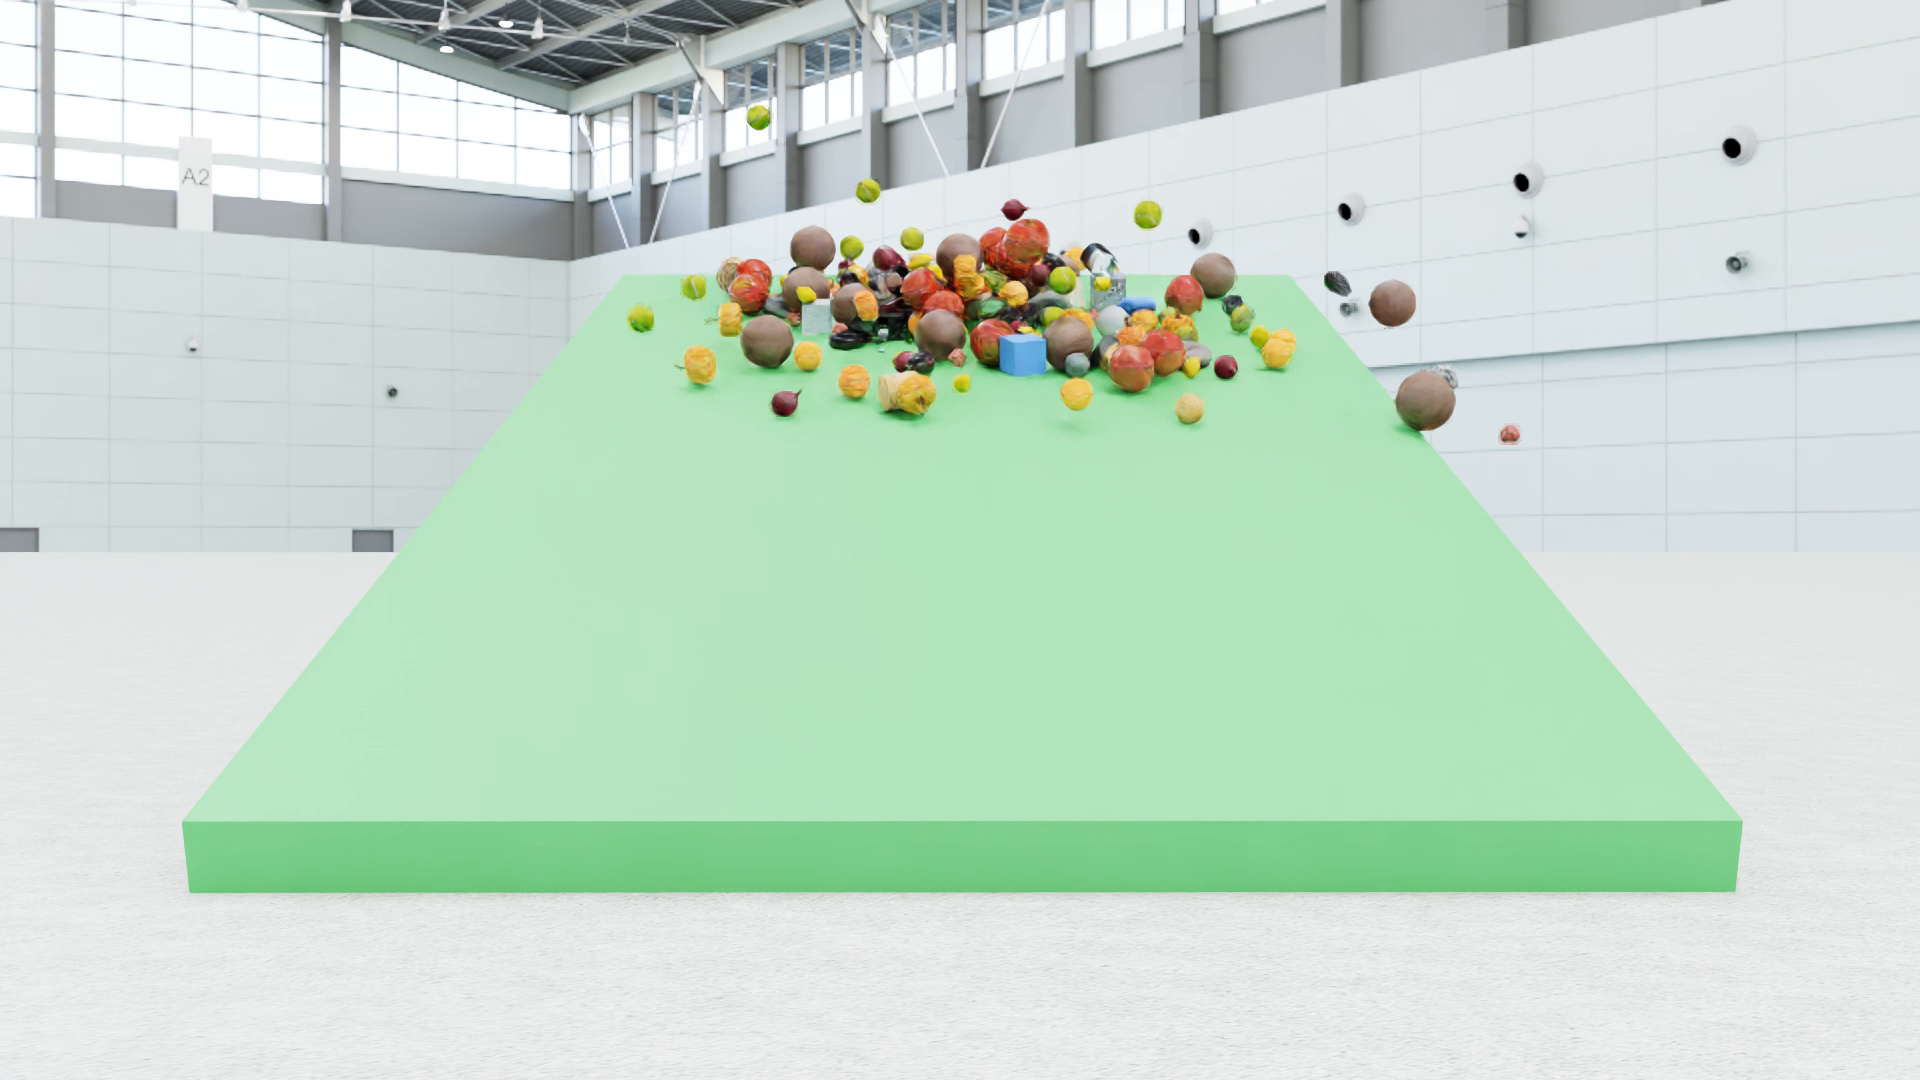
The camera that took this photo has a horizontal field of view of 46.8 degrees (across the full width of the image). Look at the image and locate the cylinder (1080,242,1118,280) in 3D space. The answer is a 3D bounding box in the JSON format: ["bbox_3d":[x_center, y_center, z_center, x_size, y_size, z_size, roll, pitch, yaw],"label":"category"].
[{"bbox_3d":[0.379,-0.760,6.049,0.076,0.076,0.076,0,30,-25],"label":"cylinder"}]

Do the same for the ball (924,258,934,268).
[{"bbox_3d":[-0.071,-0.770,6.302,0.067,0.067,0.067,0,0,0],"label":"ball"}]

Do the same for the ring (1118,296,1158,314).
[{"bbox_3d":[0.464,-0.613,5.802,0.102,0.034,0.102,-1,-6,0],"label":"ring"}]

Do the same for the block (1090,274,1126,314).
[{"bbox_3d":[0.408,-0.676,6.100,0.098,0.098,0.098,1,17,4],"label":"block"}]

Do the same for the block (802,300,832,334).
[{"bbox_3d":[-0.378,-0.588,5.842,0.077,0.077,0.077,-1,17,-5],"label":"block"}]

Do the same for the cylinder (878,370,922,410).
[{"bbox_3d":[-0.135,-0.336,4.988,0.079,0.079,0.079,-11,4,-20],"label":"cylinder"}]

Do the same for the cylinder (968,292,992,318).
[{"bbox_3d":[0.058,-0.623,5.881,0.052,0.052,0.052,0,24,32],"label":"cylinder"}]

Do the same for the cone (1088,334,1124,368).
[{"bbox_3d":[0.338,-0.444,5.428,0.093,0.093,0.093,-21,-14,42],"label":"cone"}]

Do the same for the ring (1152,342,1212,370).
[{"bbox_3d":[0.544,-0.452,5.444,0.150,0.050,0.150,1,18,0],"label":"ring"}]

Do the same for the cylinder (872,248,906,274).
[{"bbox_3d":[-0.203,-0.775,6.285,0.085,0.085,0.085,0,20,-13],"label":"cylinder"}]

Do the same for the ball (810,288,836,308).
[{"bbox_3d":[-0.374,-0.652,6.060,0.067,0.067,0.067,0,0,0],"label":"ball"}]

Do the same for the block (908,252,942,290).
[{"bbox_3d":[-0.104,-0.784,6.465,0.092,0.092,0.092,-1,17,-5],"label":"block"}]

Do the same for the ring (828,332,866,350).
[{"bbox_3d":[-0.289,-0.507,5.652,0.098,0.033,0.098,0,18,0],"label":"ring"}]

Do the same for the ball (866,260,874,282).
[{"bbox_3d":[-0.232,-0.778,6.456,0.085,0.085,0.085,0,0,0],"label":"ball"}]

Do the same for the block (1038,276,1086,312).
[{"bbox_3d":[0.278,-0.663,6.007,0.084,0.084,0.084,-12,1,32],"label":"block"}]

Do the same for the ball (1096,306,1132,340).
[{"bbox_3d":[0.397,-0.560,5.728,0.090,0.090,0.090,0,0,0],"label":"ball"}]

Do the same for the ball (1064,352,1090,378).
[{"bbox_3d":[0.281,-0.420,5.316,0.061,0.061,0.061,0,0,0],"label":"ball"}]

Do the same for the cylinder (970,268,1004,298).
[{"bbox_3d":[0.078,-0.703,6.171,0.073,0.073,0.073,36,-20,-31],"label":"cylinder"}]

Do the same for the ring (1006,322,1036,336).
[{"bbox_3d":[0.160,-0.549,5.802,0.079,0.026,0.079,1,21,-1],"label":"ring"}]

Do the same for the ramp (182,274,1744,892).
[{"bbox_3d":[-0.003,-0.171,4.771,2.000,0.100,4.000,0,17,0],"label":"ramp"}]

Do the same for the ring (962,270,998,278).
[{"bbox_3d":[0.056,-0.768,6.505,0.116,0.039,0.116,0,16,0],"label":"ring"}]

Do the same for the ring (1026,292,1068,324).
[{"bbox_3d":[0.230,-0.618,5.906,0.115,0.038,0.115,-12,-31,-7],"label":"ring"}]

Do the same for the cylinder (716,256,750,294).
[{"bbox_3d":[-0.653,-0.762,6.385,0.089,0.089,0.089,0,28,-12],"label":"cylinder"}]

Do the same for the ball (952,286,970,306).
[{"bbox_3d":[0.005,-0.681,6.196,0.051,0.051,0.051,0,0,0],"label":"ball"}]

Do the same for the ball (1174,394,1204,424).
[{"bbox_3d":[0.504,-0.288,4.871,0.067,0.067,0.067,0,0,0],"label":"ball"}]

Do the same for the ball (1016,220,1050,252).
[{"bbox_3d":[0.207,-0.863,6.307,0.092,0.092,0.092,0,0,0],"label":"ball"}]

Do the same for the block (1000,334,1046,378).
[{"bbox_3d":[0.152,-0.447,5.365,0.084,0.084,0.084,-7,18,-23],"label":"block"}]

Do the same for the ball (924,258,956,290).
[{"bbox_3d":[-0.056,-0.743,6.202,0.092,0.092,0.092,0,0,0],"label":"ball"}]

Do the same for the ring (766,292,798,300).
[{"bbox_3d":[-0.491,-0.667,6.178,0.098,0.033,0.098,1,16,0],"label":"ring"}]

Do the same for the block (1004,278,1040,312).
[{"bbox_3d":[0.171,-0.676,6.128,0.080,0.080,0.080,-3,17,-10],"label":"block"}]

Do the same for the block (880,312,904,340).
[{"bbox_3d":[-0.177,-0.553,5.758,0.060,0.060,0.060,-2,17,-6],"label":"block"}]

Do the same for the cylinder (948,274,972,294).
[{"bbox_3d":[0.002,-0.729,6.338,0.057,0.057,0.057,17,10,37],"label":"cylinder"}]

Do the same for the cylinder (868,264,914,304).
[{"bbox_3d":[-0.183,-0.672,5.846,0.088,0.088,0.088,0,-8,-31],"label":"cylinder"}]

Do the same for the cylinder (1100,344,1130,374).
[{"bbox_3d":[0.372,-0.436,5.348,0.053,0.053,0.053,0,43,37],"label":"cylinder"}]

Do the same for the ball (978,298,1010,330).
[{"bbox_3d":[0.089,-0.588,5.768,0.084,0.084,0.084,0,0,0],"label":"ball"}]

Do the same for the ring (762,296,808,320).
[{"bbox_3d":[-0.470,-0.633,6.042,0.137,0.046,0.137,0,19,0],"label":"ring"}]
